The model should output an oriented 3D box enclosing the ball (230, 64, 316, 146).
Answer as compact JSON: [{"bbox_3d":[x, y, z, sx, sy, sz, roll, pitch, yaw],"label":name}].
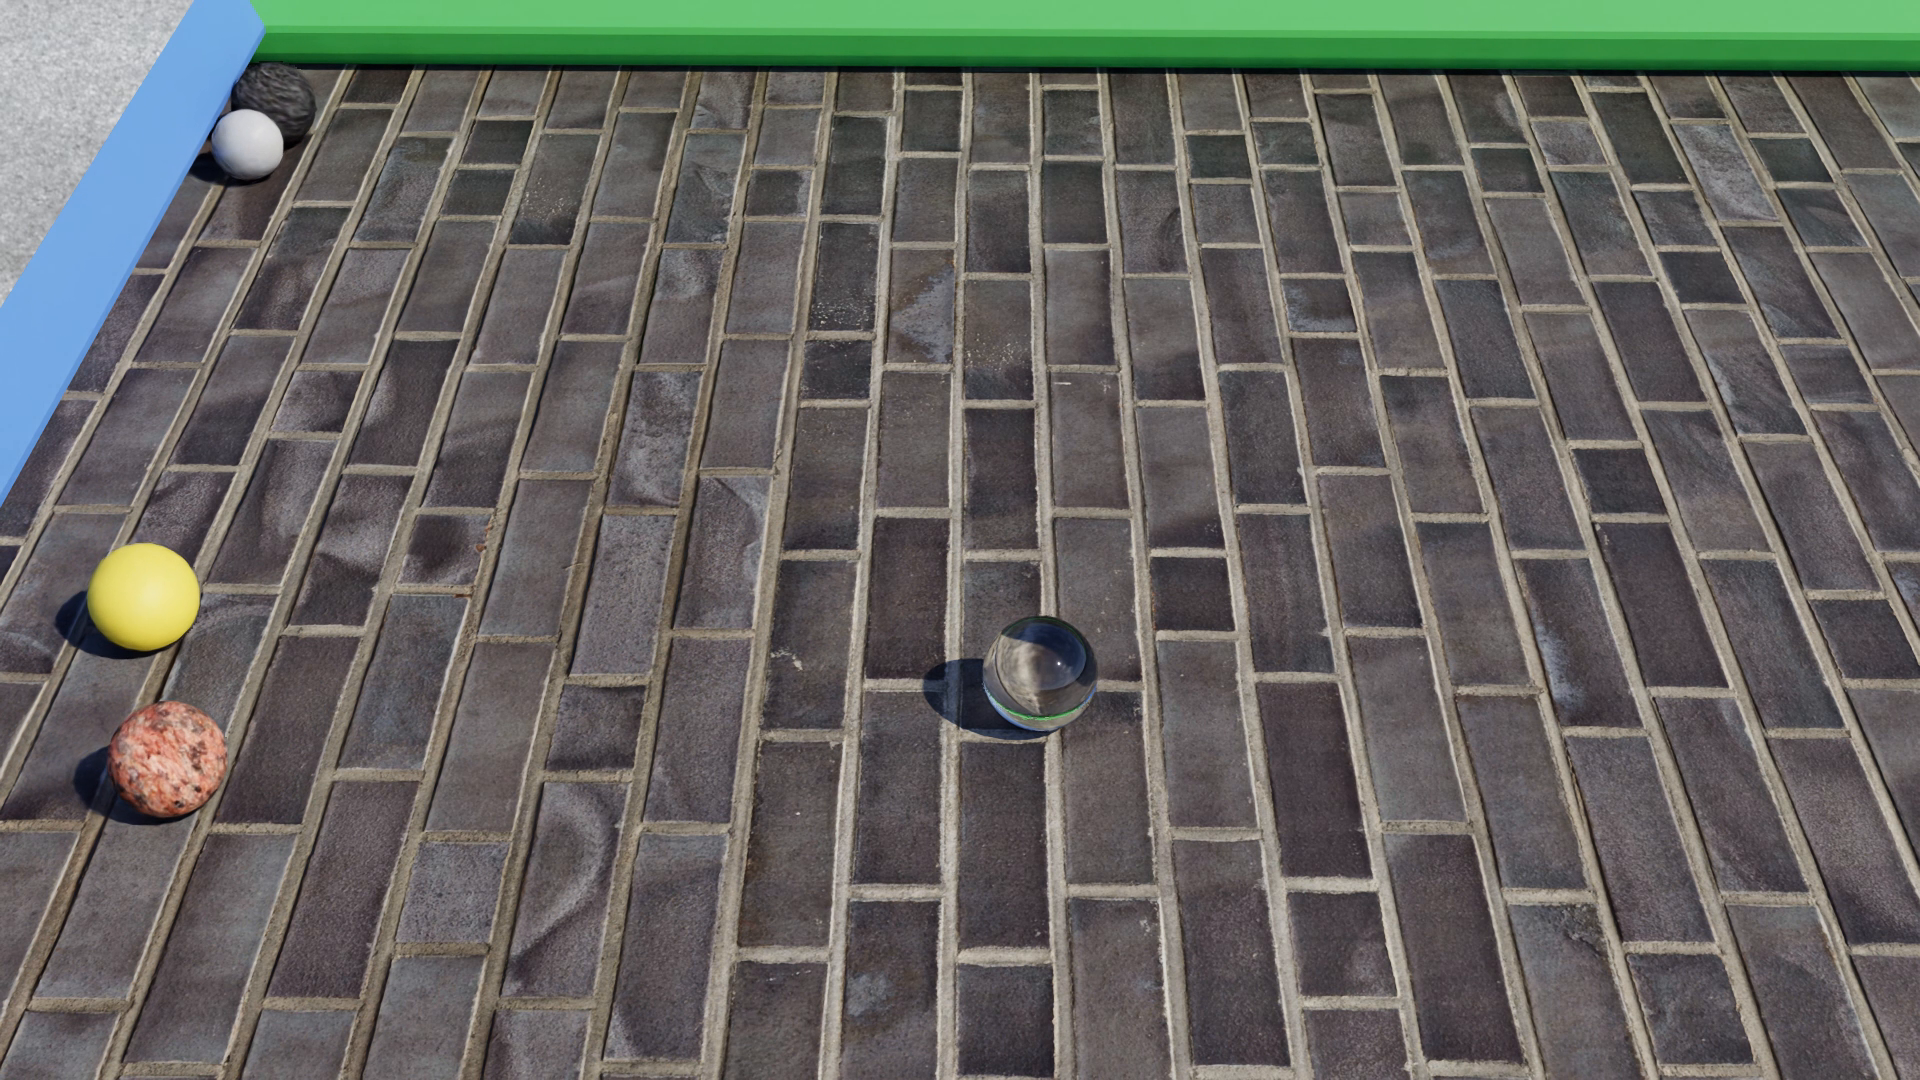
[{"bbox_3d":[-0.635,-0.402,2.375,0.077,0.077,0.077,0,35,0],"label":"ball"}]

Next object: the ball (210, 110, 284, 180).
[{"bbox_3d":[-0.645,-0.357,2.322,0.064,0.064,0.064,0,35,0],"label":"ball"}]

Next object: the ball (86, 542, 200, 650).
[{"bbox_3d":[-0.557,0.039,1.752,0.074,0.074,0.074,0,35,0],"label":"ball"}]

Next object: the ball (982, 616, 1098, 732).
[{"bbox_3d":[0.053,0.087,1.682,0.076,0.076,0.076,0,35,0],"label":"ball"}]

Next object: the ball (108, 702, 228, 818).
[{"bbox_3d":[-0.498,0.138,1.613,0.073,0.073,0.073,0,35,0],"label":"ball"}]

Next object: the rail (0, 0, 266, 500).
[{"bbox_3d":[-0.701,-0.019,1.802,0.045,0.109,1.734,0,35,1],"label":"rail"}]

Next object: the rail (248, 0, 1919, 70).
[{"bbox_3d":[0.734,-0.496,2.478,2.898,0.109,0.045,0,35,1],"label":"rail"}]
